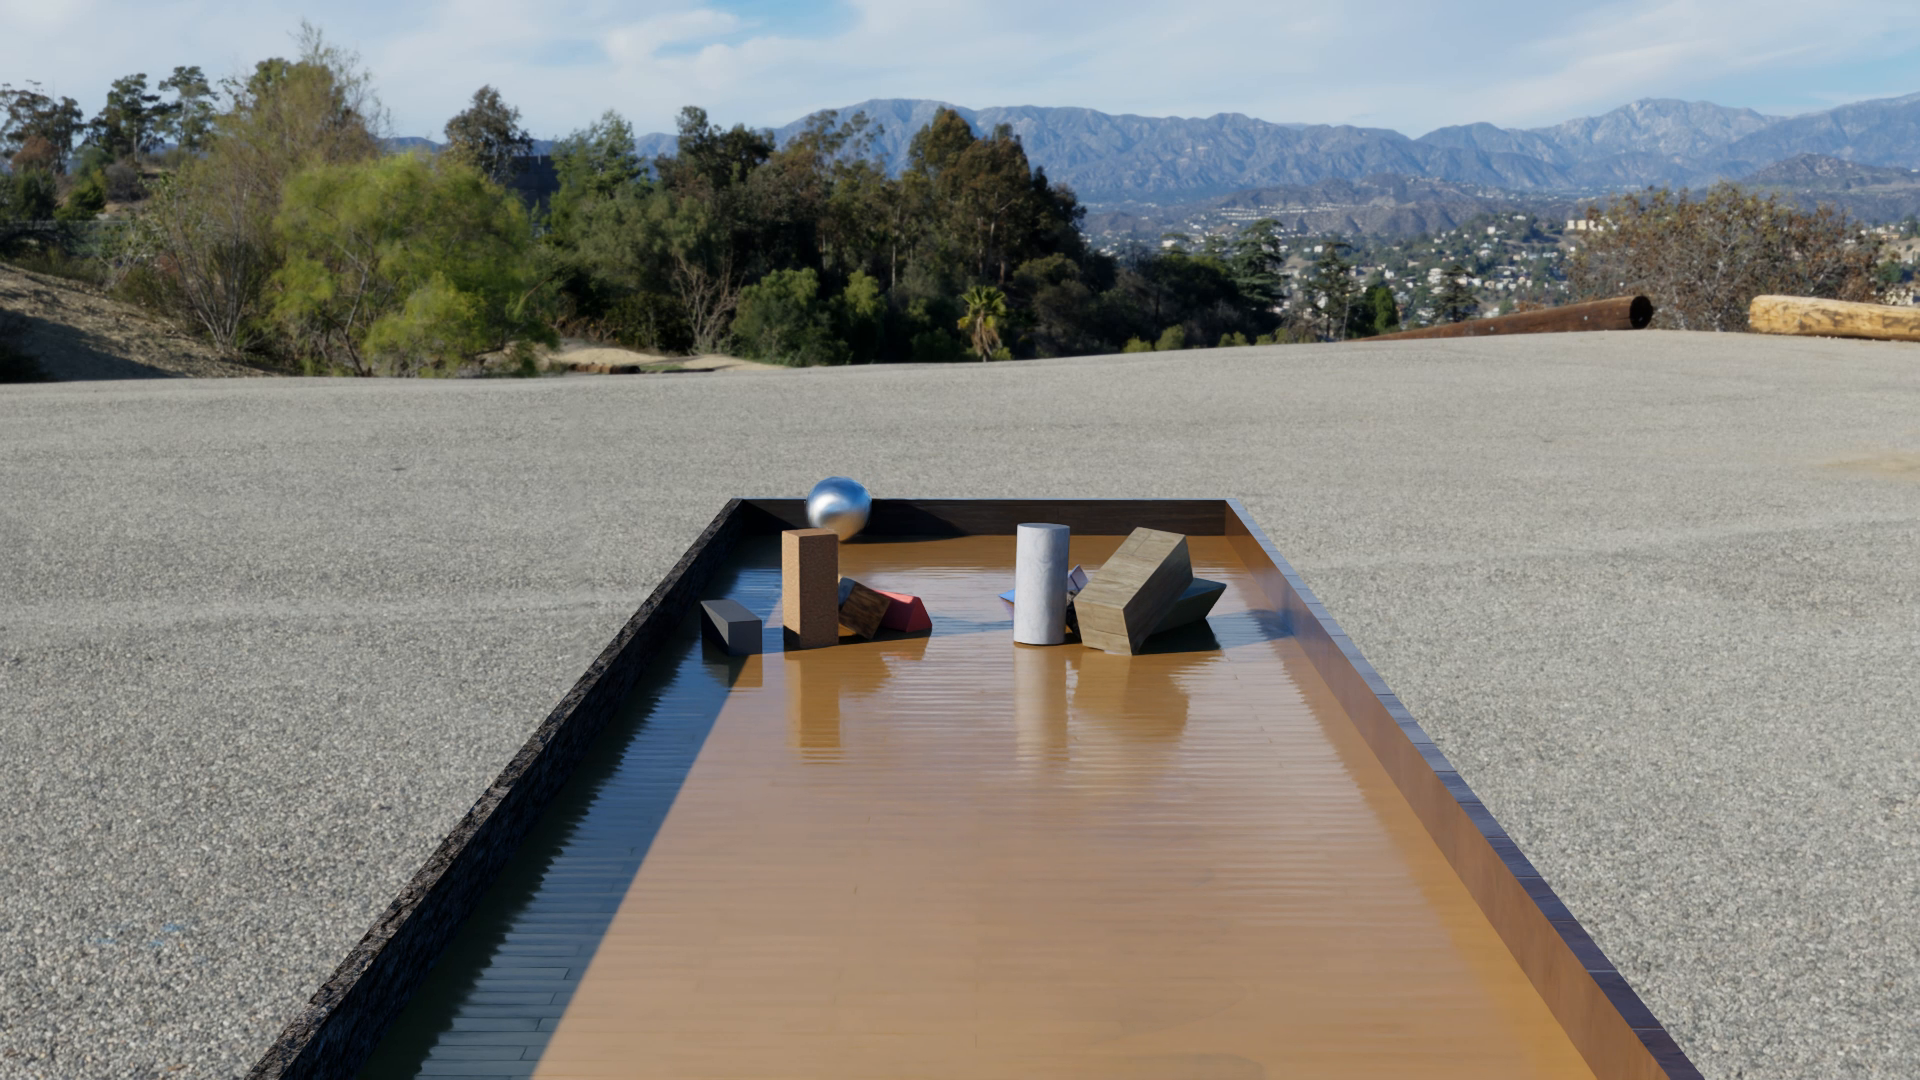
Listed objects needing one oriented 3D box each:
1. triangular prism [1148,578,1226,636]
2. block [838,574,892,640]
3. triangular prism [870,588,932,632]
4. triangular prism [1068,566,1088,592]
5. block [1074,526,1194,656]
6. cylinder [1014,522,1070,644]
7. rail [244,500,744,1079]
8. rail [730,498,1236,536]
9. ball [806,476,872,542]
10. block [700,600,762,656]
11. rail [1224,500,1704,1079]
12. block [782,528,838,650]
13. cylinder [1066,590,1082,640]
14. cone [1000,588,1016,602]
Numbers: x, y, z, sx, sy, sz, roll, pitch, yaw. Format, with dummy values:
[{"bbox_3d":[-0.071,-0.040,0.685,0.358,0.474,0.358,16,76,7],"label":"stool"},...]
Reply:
[{"bbox_3d":[0.689,0.191,7.191,0.127,0.147,0.413,44,30,23],"label":"triangular prism"},{"bbox_3d":[-0.388,0.199,7.129,0.142,0.142,0.362,30,-6,-28],"label":"block"},{"bbox_3d":[-0.272,0.217,7.280,0.381,0.106,0.123,8,13,42],"label":"triangular prism"},{"bbox_3d":[0.380,0.167,7.640,0.108,0.093,0.451,1,9,11],"label":"triangular prism"},{"bbox_3d":[0.548,0.157,6.902,0.176,0.176,0.412,10,39,33],"label":"block"},{"bbox_3d":[0.257,0.136,6.956,0.166,0.365,0.166,2,6,0],"label":"cylinder"},{"bbox_3d":[-1.004,0.839,3.234,0.050,0.150,12.000,0,9,1],"label":"rail"},{"bbox_3d":[0.099,-0.098,9.147,2.100,0.150,0.050,0,9,1],"label":"rail"},{"bbox_3d":[-0.490,-0.126,8.943,0.270,0.270,0.270,0,9,0],"label":"ball"},{"bbox_3d":[-0.723,0.274,6.937,0.107,0.107,0.373,-3,10,-19],"label":"block"},{"bbox_3d":[1.046,0.843,3.208,0.050,0.150,12.000,0,9,1],"label":"rail"},{"bbox_3d":[-0.471,0.151,6.920,0.133,0.355,0.133,-5,10,-27],"label":"block"},{"bbox_3d":[0.391,0.244,7.117,0.111,0.111,0.312,-1,9,-7],"label":"cylinder"},{"bbox_3d":[0.196,0.194,7.616,0.106,0.106,0.333,-4,1,-22],"label":"cone"}]
